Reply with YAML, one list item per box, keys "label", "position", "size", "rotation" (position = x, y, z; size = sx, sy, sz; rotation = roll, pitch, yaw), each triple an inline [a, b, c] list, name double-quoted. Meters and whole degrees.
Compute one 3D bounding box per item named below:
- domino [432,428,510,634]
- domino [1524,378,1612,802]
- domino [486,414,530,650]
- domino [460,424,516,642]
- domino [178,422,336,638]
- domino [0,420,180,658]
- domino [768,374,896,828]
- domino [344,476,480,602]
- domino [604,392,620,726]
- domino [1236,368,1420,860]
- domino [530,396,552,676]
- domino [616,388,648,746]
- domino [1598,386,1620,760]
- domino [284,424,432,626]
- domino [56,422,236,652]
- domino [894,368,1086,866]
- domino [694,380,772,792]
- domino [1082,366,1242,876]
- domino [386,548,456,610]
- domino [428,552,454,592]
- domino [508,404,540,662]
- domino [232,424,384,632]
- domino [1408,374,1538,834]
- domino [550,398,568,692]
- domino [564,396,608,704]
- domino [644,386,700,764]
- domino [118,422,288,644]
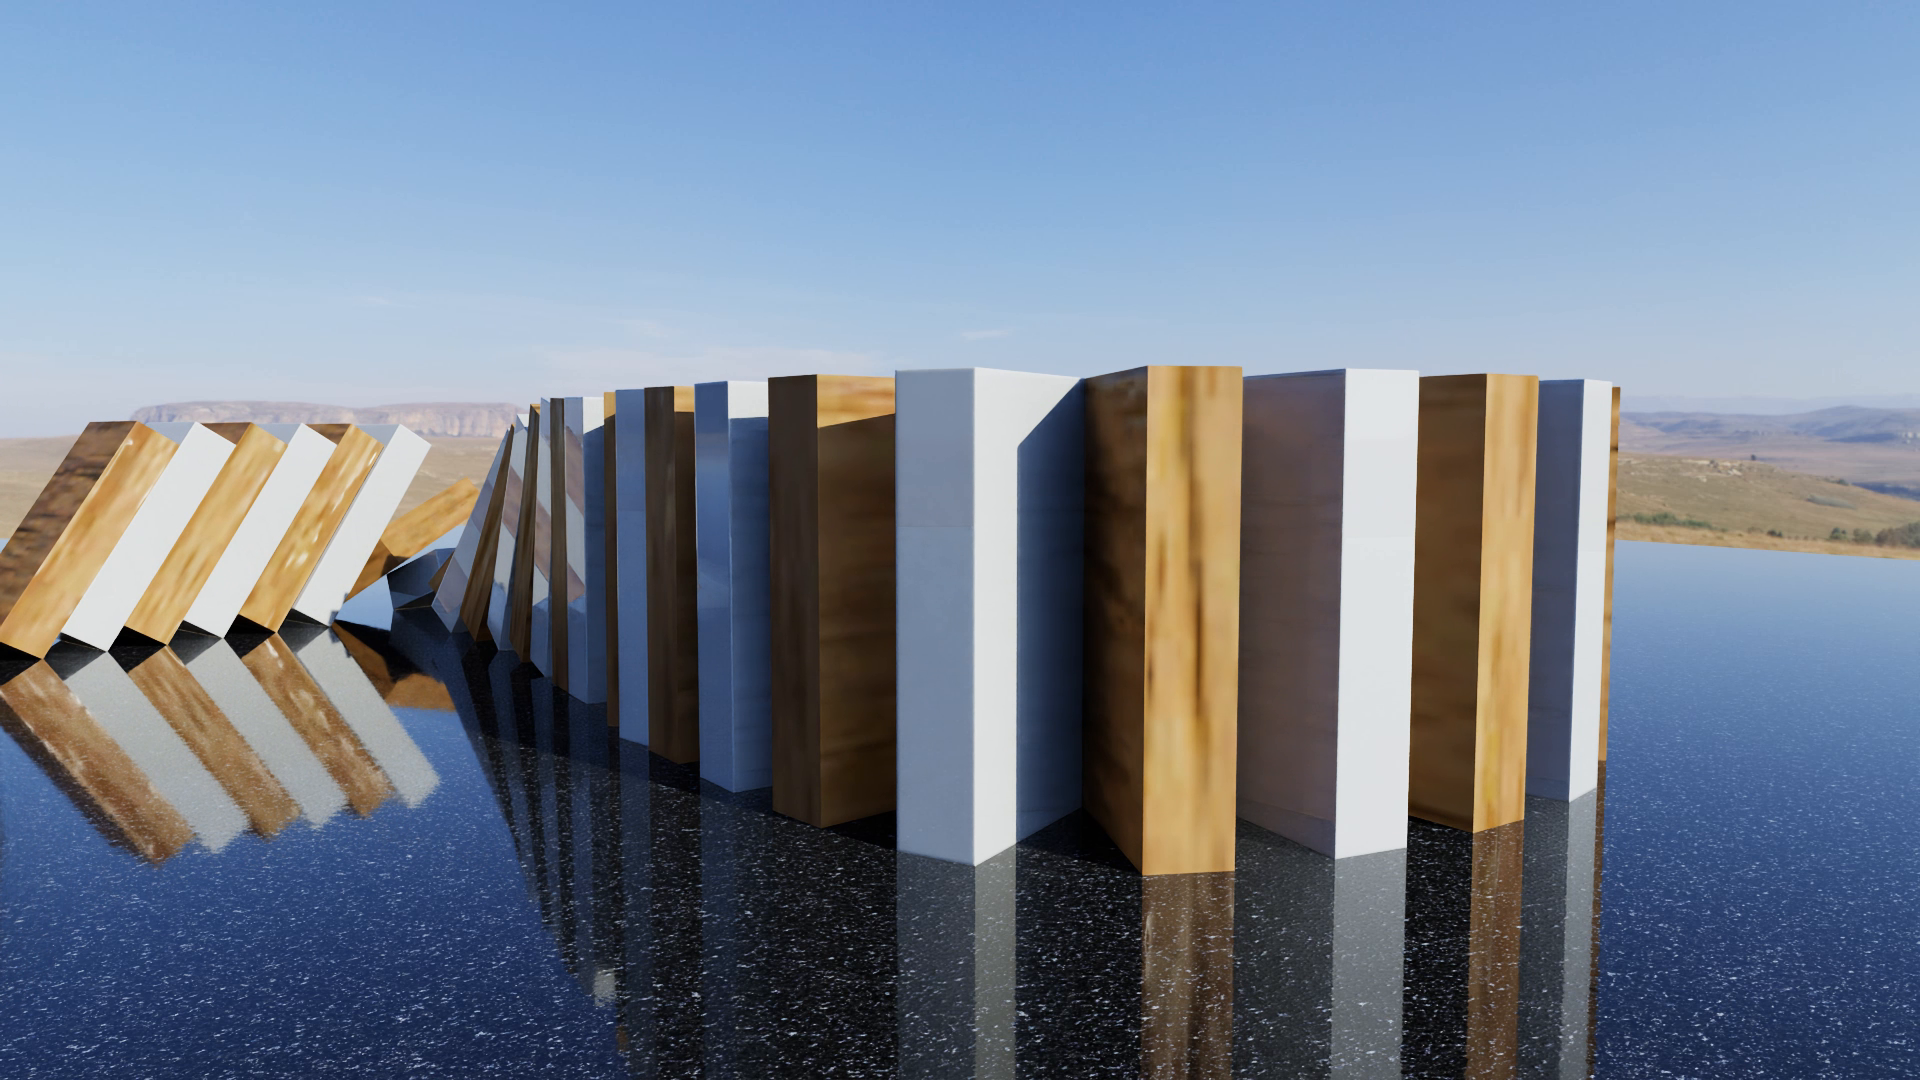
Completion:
- label: "domino"
  position: [-0.097, -0.002, 0.289]
  size: [0.010, 0.050, 0.025]
  rotation: [45, 27, 25]
- label: "domino"
  position: [0.067, 0.005, 0.163]
  size: [0.025, 0.050, 0.010]
  rotation: [4, 6, 44]
- label: "domino"
  position: [-0.080, -0.001, 0.263]
  size: [0.025, 0.050, 0.010]
  rotation: [-3, 34, -36]
- label: "domino"
  position: [-0.088, -0.001, 0.276]
  size: [0.025, 0.050, 0.010]
  rotation: [-4, 40, -44]
- label: "domino"
  position: [-0.166, -0.003, 0.294]
  size: [0.025, 0.050, 0.010]
  rotation: [3, -27, 37]
- label: "domino"
  position: [-0.186, -0.001, 0.267]
  size: [0.025, 0.050, 0.009]
  rotation: [3, -27, 37]
- label: "domino"
  position: [-0.009, 0.006, 0.152]
  size: [0.025, 0.050, 0.010]
  rotation: [-4, 6, -42]
- label: "domino"
  position: [-0.147, 0.000, 0.337]
  size: [0.025, 0.009, 0.050]
  rotation: [-31, 13, 14]
- label: "domino"
  position: [-0.046, 0.002, 0.203]
  size: [0.009, 0.050, 0.025]
  rotation: [1, 5, 10]
- label: "domino"
  position: [0.038, 0.007, 0.143]
  size: [0.009, 0.050, 0.025]
  rotation: [-2, 5, -24]
- label: "domino"
  position: [-0.065, -0.001, 0.239]
  size: [0.025, 0.050, 0.009]
  rotation: [-3, 17, -34]
- label: "domino"
  position: [-0.037, 0.003, 0.189]
  size: [0.010, 0.050, 0.025]
  rotation: [5, 6, 42]
- label: "domino"
  position: [0.075, 0.004, 0.178]
  size: [0.025, 0.050, 0.010]
  rotation: [1, 4, 10]
- label: "domino"
  position: [-0.151, -0.004, 0.311]
  size: [0.025, 0.050, 0.010]
  rotation: [3, -27, 36]
- label: "domino"
  position: [-0.179, -0.002, 0.276]
  size: [0.025, 0.050, 0.010]
  rotation: [3, -27, 37]
- label: "domino"
  position: [0.004, 0.007, 0.141]
  size: [0.010, 0.050, 0.025]
  rotation: [3, 5, 31]
- label: "domino"
  position: [-0.020, 0.005, 0.166]
  size: [0.025, 0.050, 0.010]
  rotation: [-3, 5, -36]
- label: "domino"
  position: [0.021, 0.007, 0.138]
  size: [0.010, 0.050, 0.025]
  rotation: [-1, 4, -8]
- label: "domino"
  position: [-0.122, 0.009, 0.342]
  size: [0.025, 0.010, 0.050]
  rotation: [-19, -8, 37]
- label: "domino"
  position: [-0.102, -0.003, 0.309]
  size: [0.010, 0.050, 0.025]
  rotation: [48, 15, 18]
- label: "domino"
  position: [-0.072, -0.001, 0.251]
  size: [0.025, 0.050, 0.010]
  rotation: [-3, 27, -34]
- label: "domino"
  position: [-0.159, -0.004, 0.303]
  size: [0.025, 0.050, 0.010]
  rotation: [3, -27, 37]
- label: "domino"
  position: [0.053, 0.006, 0.152]
  size: [0.009, 0.050, 0.025]
  rotation: [-3, 5, -34]
- label: "domino"
  position: [-0.058, 0.000, 0.227]
  size: [0.025, 0.050, 0.009]
  rotation: [-3, 7, -34]
- label: "domino"
  position: [-0.053, 0.001, 0.219]
  size: [0.025, 0.050, 0.010]
  rotation: [-3, 7, -34]
- label: "domino"
  position: [-0.030, 0.004, 0.180]
  size: [0.025, 0.050, 0.010]
  rotation: [-3, 6, -37]
- label: "domino"
  position: [-0.172, -0.002, 0.285]
  size: [0.025, 0.050, 0.010]
  rotation: [3, -27, 37]
